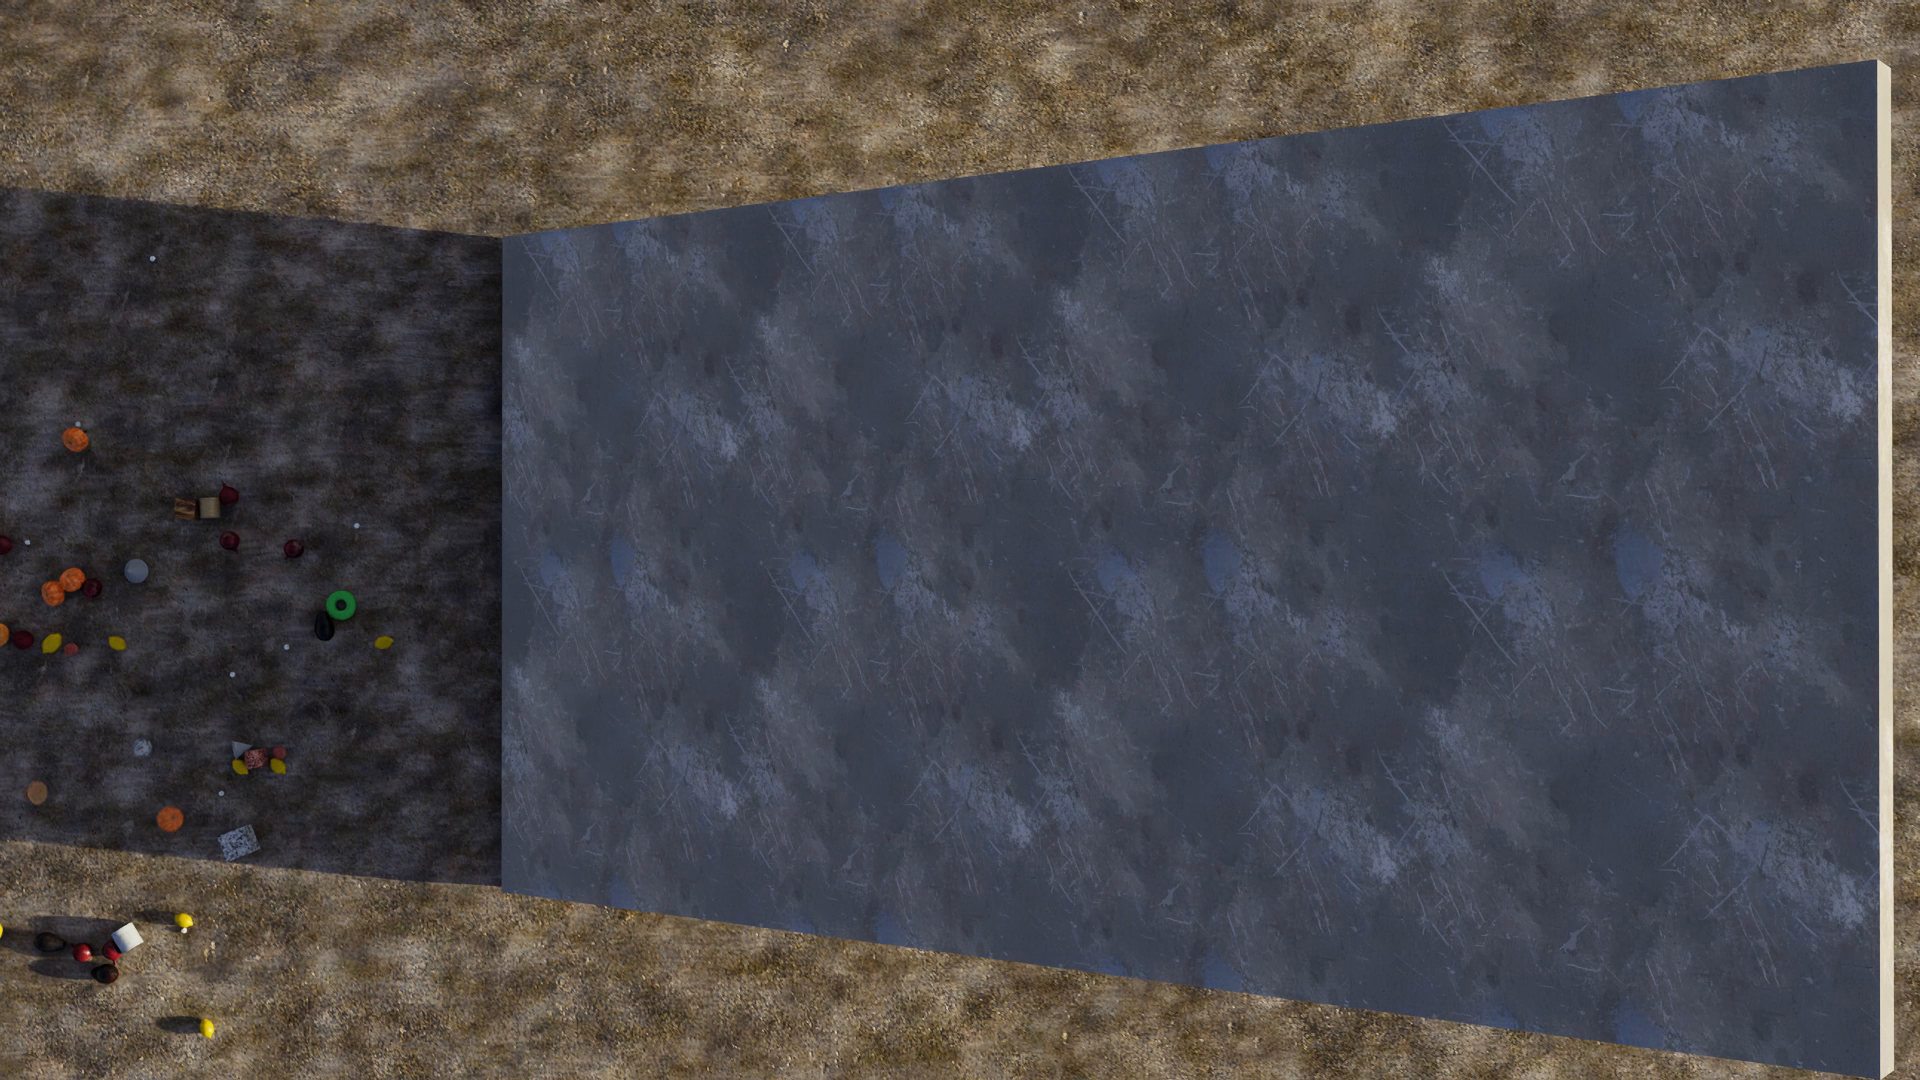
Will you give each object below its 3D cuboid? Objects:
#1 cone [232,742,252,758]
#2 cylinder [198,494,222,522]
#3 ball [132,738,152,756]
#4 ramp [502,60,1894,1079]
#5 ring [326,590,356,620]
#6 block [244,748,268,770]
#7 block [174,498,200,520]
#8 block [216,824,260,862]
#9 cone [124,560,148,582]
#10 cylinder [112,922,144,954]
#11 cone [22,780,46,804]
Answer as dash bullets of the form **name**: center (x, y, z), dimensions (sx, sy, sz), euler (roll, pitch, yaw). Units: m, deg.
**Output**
- **cone**: center (-2.206, 0.640, 6.774), dimensions (0.059, 0.059, 0.059), euler (-13, 90, -27)
- **cylinder**: center (-2.306, -0.098, 6.761), dimensions (0.063, 0.063, 0.063), euler (-22, 60, 0)
- **ball**: center (-2.513, 0.636, 6.760), dimensions (0.055, 0.055, 0.055), euler (0, 90, 0)
- **ramp**: center (0.232, 0.065, 5.551), dimensions (4.000, 0.100, 2.000), euler (0, 89, 37)
- **ring**: center (-1.906, 0.201, 6.775), dimensions (0.094, 0.031, 0.094), euler (0, 91, -1)
- **block**: center (-2.163, 0.671, 6.760), dimensions (0.054, 0.054, 0.054), euler (-10, 90, 0)
- **block**: center (-2.373, -0.095, 6.761), dimensions (0.062, 0.062, 0.062), euler (6, 90, 0)
- **block**: center (-2.211, 0.929, 6.744), dimensions (0.083, 0.083, 0.083), euler (-21, 90, 0)
- **cone**: center (-2.544, 0.095, 6.754), dimensions (0.074, 0.074, 0.074), euler (0, 90, 0)
- **cylinder**: center (-2.555, 1.222, 6.748), dimensions (0.070, 0.070, 0.070), euler (-33, 94, 0)
- **cone**: center (-2.866, 0.779, 6.770), dimensions (0.072, 0.072, 0.072), euler (-7, 90, 27)
